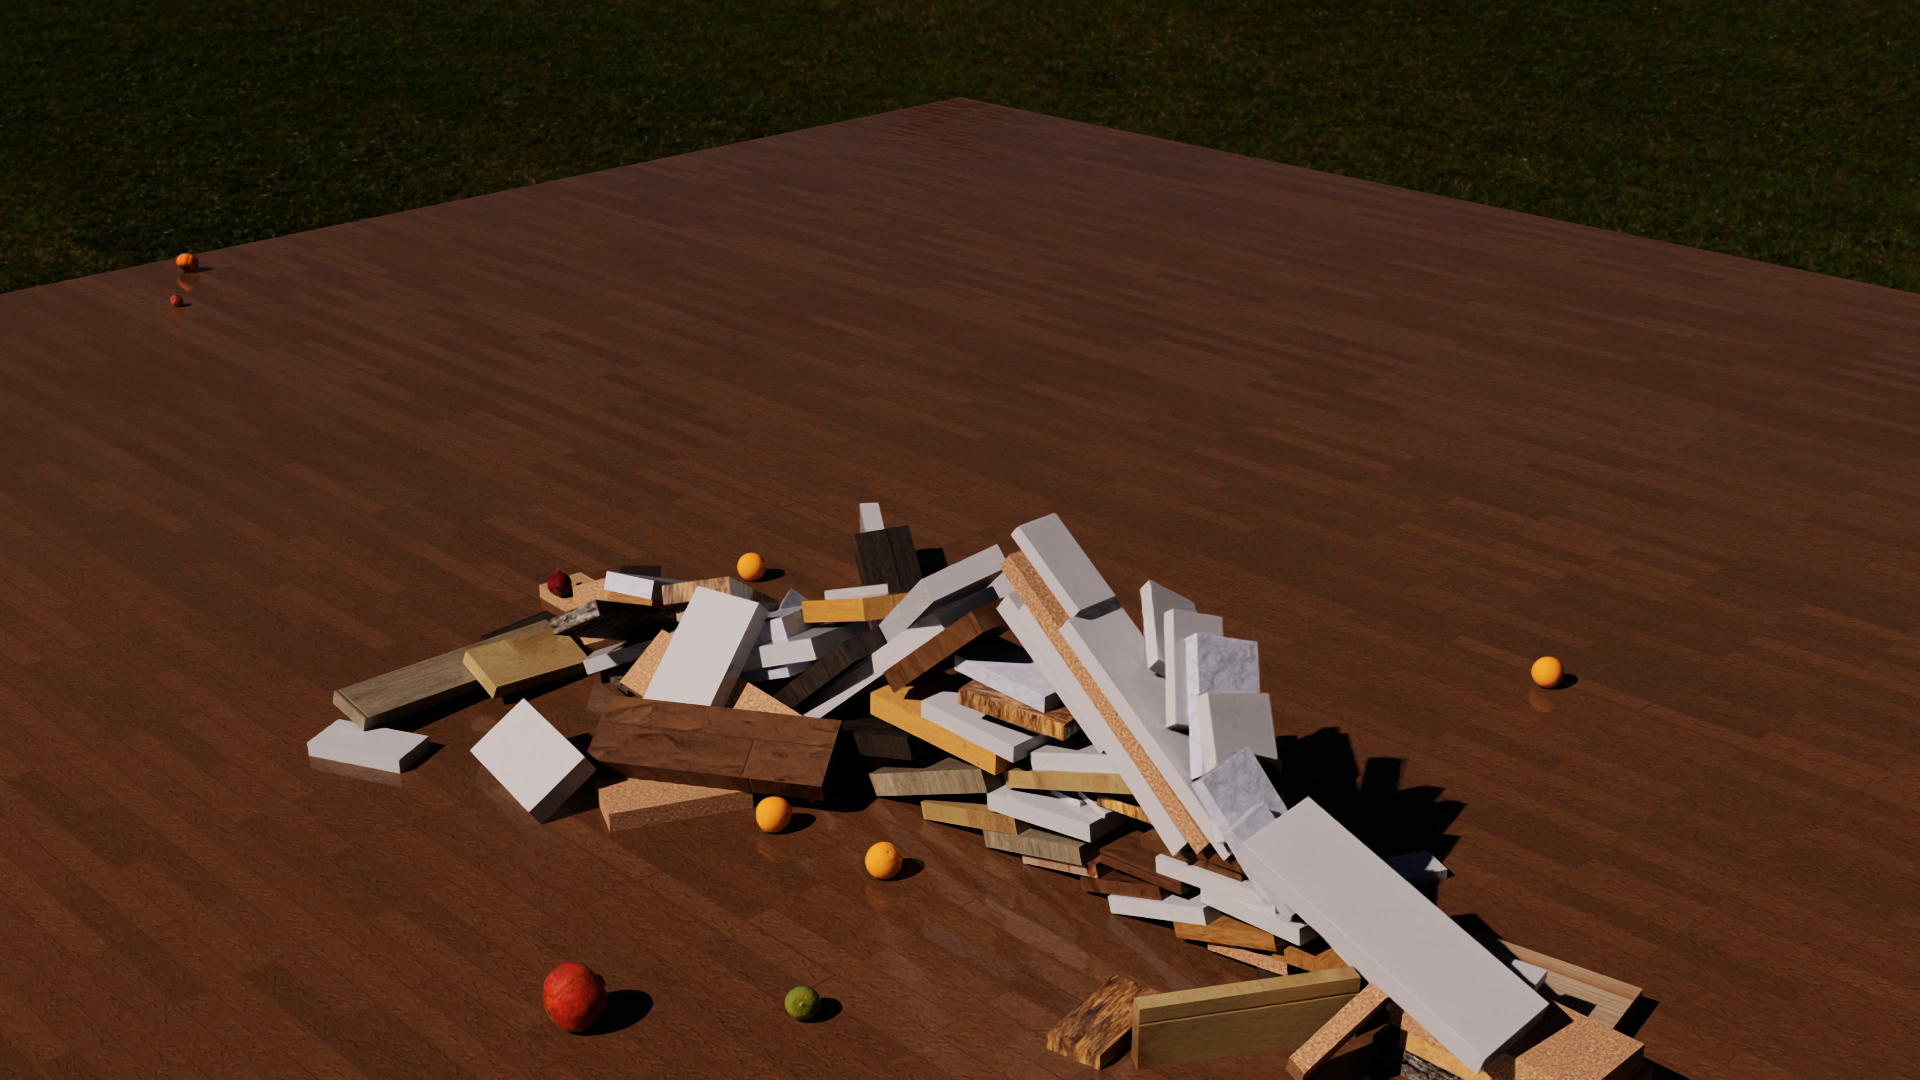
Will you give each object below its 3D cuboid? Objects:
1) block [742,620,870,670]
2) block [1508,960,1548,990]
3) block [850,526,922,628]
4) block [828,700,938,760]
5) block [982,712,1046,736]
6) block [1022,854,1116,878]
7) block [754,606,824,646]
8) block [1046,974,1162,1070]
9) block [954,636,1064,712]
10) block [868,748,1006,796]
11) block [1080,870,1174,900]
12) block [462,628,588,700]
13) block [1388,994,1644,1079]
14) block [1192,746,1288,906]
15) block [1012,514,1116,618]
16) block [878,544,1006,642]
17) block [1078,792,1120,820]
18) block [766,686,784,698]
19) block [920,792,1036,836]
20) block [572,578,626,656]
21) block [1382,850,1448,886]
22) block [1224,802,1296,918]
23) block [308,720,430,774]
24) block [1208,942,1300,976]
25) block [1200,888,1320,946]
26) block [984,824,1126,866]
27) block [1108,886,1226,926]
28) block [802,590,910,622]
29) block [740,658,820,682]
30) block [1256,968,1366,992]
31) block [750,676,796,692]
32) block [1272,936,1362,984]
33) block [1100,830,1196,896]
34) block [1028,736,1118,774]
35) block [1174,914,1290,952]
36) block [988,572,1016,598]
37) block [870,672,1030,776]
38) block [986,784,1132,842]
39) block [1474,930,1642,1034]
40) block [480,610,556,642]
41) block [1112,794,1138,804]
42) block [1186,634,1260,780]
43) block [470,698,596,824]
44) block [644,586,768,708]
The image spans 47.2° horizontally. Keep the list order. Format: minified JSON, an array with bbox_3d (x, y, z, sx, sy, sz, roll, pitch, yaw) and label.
[{"bbox_3d":[-0.441,0.244,4.820,0.164,0.046,0.570,-20,6,-43],"label":"block"},{"bbox_3d":[0.919,0.733,3.624,0.057,0.016,0.113,16,28,32],"label":"block"},{"bbox_3d":[-0.157,0.111,5.196,0.139,0.277,0.039,-10,-15,-21],"label":"block"},{"bbox_3d":[-0.150,0.393,4.562,0.172,0.049,0.345,-21,13,-39],"label":"block"},{"bbox_3d":[0.124,0.329,4.227,0.159,0.023,0.080,18,29,33],"label":"block"},{"bbox_3d":[0.225,0.605,4.234,0.101,0.029,0.202,-21,16,-40],"label":"block"},{"bbox_3d":[-0.465,0.201,4.840,0.328,0.046,0.164,-13,5,33],"label":"block"},{"bbox_3d":[0.252,0.826,3.775,0.107,0.030,0.214,16,28,32],"label":"block"},{"bbox_3d":[0.116,0.257,4.236,0.239,0.034,0.120,23,32,40],"label":"block"},{"bbox_3d":[-0.008,0.461,4.444,0.172,0.049,0.345,-22,8,-42],"label":"block"},{"bbox_3d":[0.334,0.635,4.126,0.101,0.029,0.202,-21,13,-41],"label":"block"},{"bbox_3d":[-0.980,0.275,4.981,0.256,0.036,0.128,-16,50,-43],"label":"block"},{"bbox_3d":[0.897,0.797,3.557,0.179,0.051,0.358,-21,31,-40],"label":"block"},{"bbox_3d":[0.510,0.490,3.771,0.121,0.243,0.034,-30,-2,-32],"label":"block"},{"bbox_3d":[0.191,0.047,4.049,0.098,0.028,0.196,-20,67,-40],"label":"block"},{"bbox_3d":[-0.036,0.111,4.331,0.171,0.049,0.343,-25,-9,-22],"label":"block"},{"bbox_3d":[0.267,0.494,4.156,0.045,0.013,0.091,-11,31,-29],"label":"block"},{"bbox_3d":[-0.392,0.340,4.799,0.106,0.030,0.212,-19,9,-38],"label":"block"},{"bbox_3d":[0.061,0.531,4.379,0.262,0.037,0.131,2,18,45],"label":"block"},{"bbox_3d":[-0.850,0.178,5.201,0.118,0.034,0.237,-15,37,-2],"label":"block"},{"bbox_3d":[0.850,0.638,4.230,0.153,0.022,0.077,-8,24,-19],"label":"block"},{"bbox_3d":[0.532,0.542,3.730,0.088,0.176,0.025,-36,1,-32],"label":"block"},{"bbox_3d":[-1.259,0.439,4.686,0.227,0.032,0.113,8,24,19],"label":"block"},{"bbox_3d":[0.543,0.731,3.950,0.090,0.025,0.180,-21,23,-41],"label":"block"},{"bbox_3d":[0.553,0.645,3.902,0.117,0.033,0.235,-19,24,-36],"label":"block"},{"bbox_3d":[0.183,0.572,4.265,0.131,0.037,0.262,-21,16,-40],"label":"block"},{"bbox_3d":[0.400,0.663,4.064,0.117,0.033,0.235,-21,13,-41],"label":"block"},{"bbox_3d":[-0.194,0.140,4.629,0.164,0.047,0.329,-6,0,-26],"label":"block"},{"bbox_3d":[-0.398,0.276,4.766,0.106,0.030,0.212,-20,6,-42],"label":"block"},{"bbox_3d":[0.624,0.781,3.886,0.090,0.026,0.180,-21,31,-41],"label":"block"},{"bbox_3d":[-0.467,0.316,4.885,0.106,0.030,0.212,-19,9,-37],"label":"block"},{"bbox_3d":[0.644,0.726,3.842,0.090,0.026,0.180,-21,23,-41],"label":"block"},{"bbox_3d":[0.367,0.596,4.077,0.101,0.029,0.202,-20,24,-39],"label":"block"},{"bbox_3d":[0.263,0.400,4.152,0.126,0.036,0.252,-20,10,-40],"label":"block"},{"bbox_3d":[0.511,0.689,3.960,0.117,0.033,0.235,-21,13,-41],"label":"block"},{"bbox_3d":[0.133,0.115,5.436,0.294,0.042,0.147,-20,30,-39],"label":"block"},{"bbox_3d":[0.003,0.356,4.391,0.345,0.049,0.172,22,31,39],"label":"block"},{"bbox_3d":[0.193,0.509,4.231,0.262,0.037,0.131,12,24,42],"label":"block"},{"bbox_3d":[0.999,0.787,3.845,0.332,0.047,0.166,16,28,33],"label":"block"},{"bbox_3d":[-1.025,0.223,5.200,0.097,0.028,0.194,19,30,38],"label":"block"},{"bbox_3d":[0.375,0.475,4.096,0.162,0.023,0.081,16,24,34],"label":"block"},{"bbox_3d":[0.474,0.304,3.932,0.130,0.261,0.037,9,-21,-25],"label":"block"},{"bbox_3d":[-0.882,0.453,4.535,0.155,0.044,0.310,-45,38,-12],"label":"block"},{"bbox_3d":[-0.555,0.275,4.686,0.169,0.048,0.338,14,70,31],"label":"block"}]
